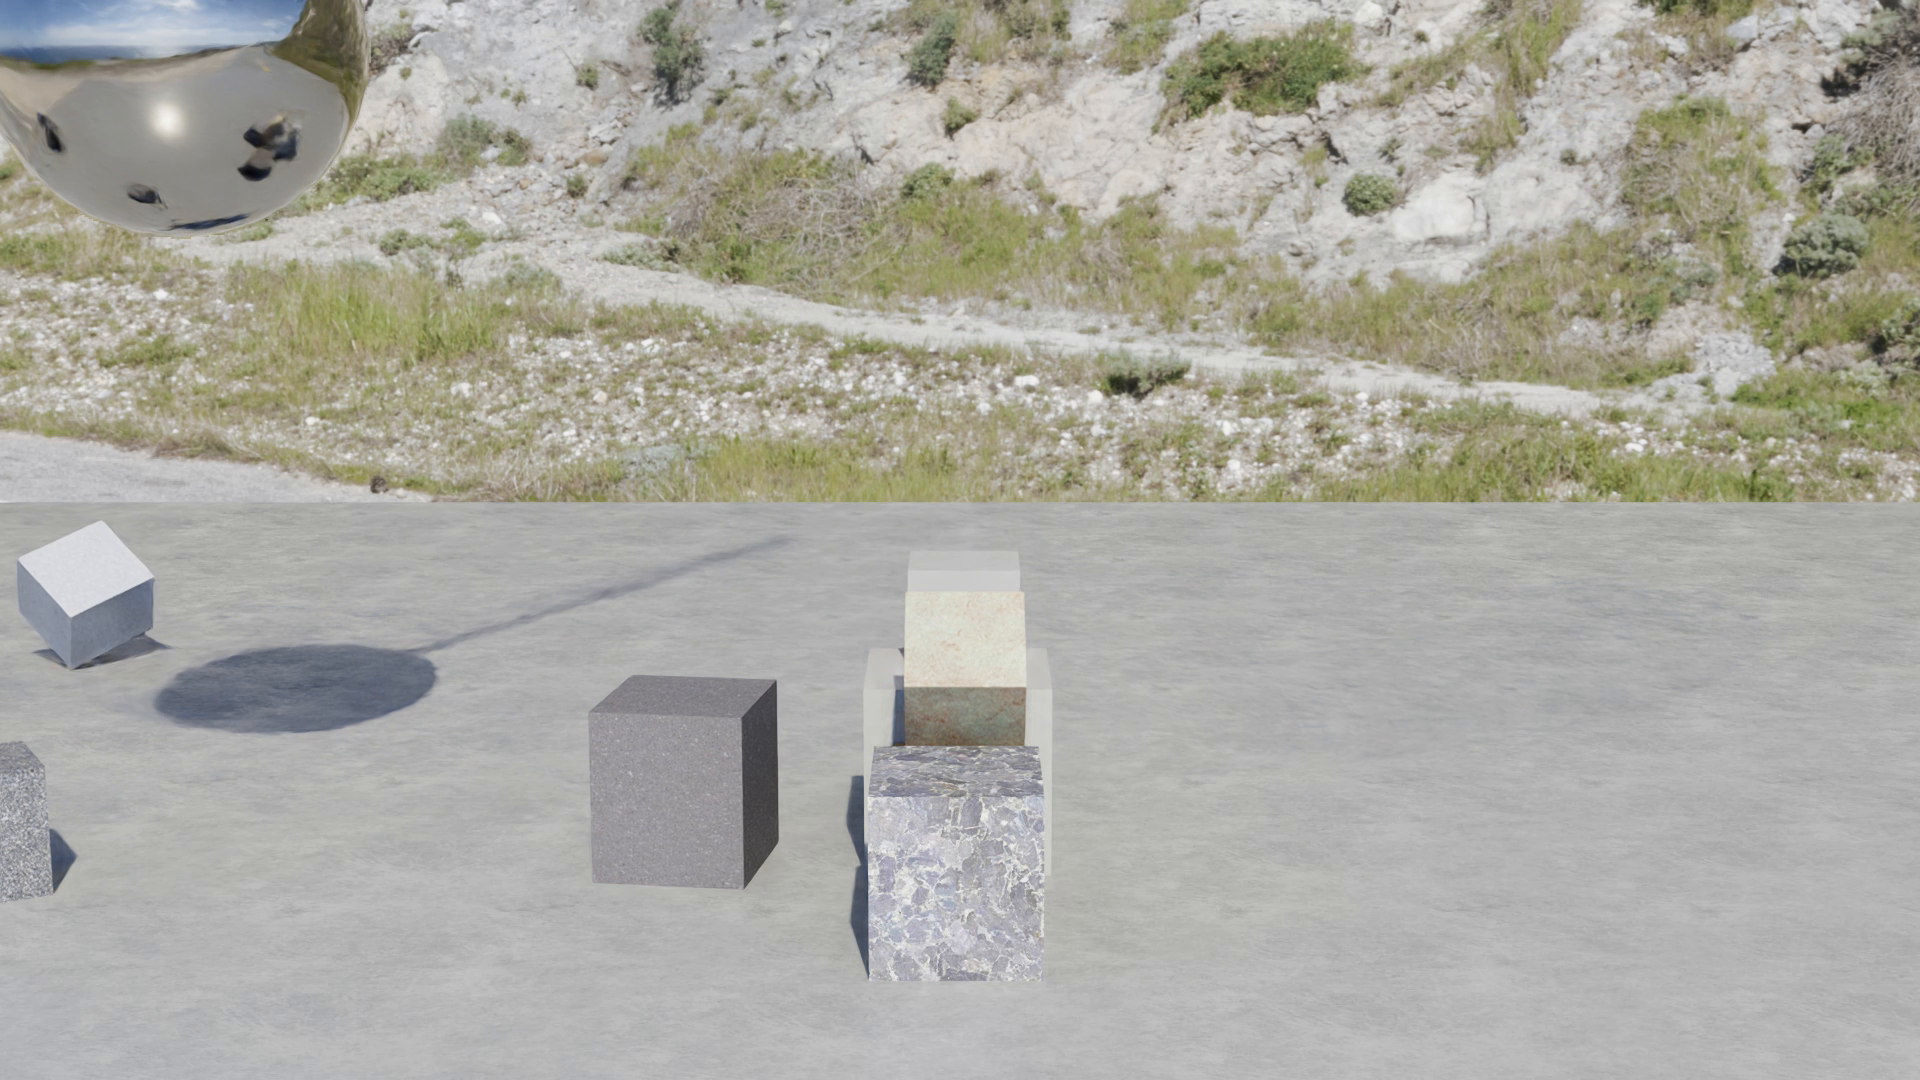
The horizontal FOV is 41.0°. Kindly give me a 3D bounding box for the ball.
[{"bbox_3d":[-3.306,-2.082,10.802,1.600,1.600,1.600,0,10,0],"label":"ball"}]

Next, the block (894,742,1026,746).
[{"bbox_3d":[-0.002,1.240,11.041,0.573,0.609,0.560,0,10,0],"label":"block"}]

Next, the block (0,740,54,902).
[{"bbox_3d":[-4.280,1.239,11.144,0.525,0.575,0.506,-6,12,-30],"label":"block"}]

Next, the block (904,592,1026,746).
[{"bbox_3d":[0.021,0.585,10.954,0.506,0.492,0.533,0,46,0],"label":"block"}]

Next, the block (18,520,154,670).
[{"bbox_3d":[-5.225,0.324,15.341,0.539,0.482,0.564,42,49,20],"label":"block"}]

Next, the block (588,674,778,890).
[{"bbox_3d":[-1.226,1.073,11.508,0.680,0.772,0.718,1,10,8],"label":"block"}]

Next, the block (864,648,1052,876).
[{"bbox_3d":[-0.009,0.998,11.711,0.828,0.846,0.825,0,10,0],"label":"block"}]

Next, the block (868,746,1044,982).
[{"bbox_3d":[-0.015,1.293,10.367,0.684,0.747,0.765,0,10,0],"label":"block"}]

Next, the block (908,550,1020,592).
[{"bbox_3d":[0.019,0.314,11.864,0.506,0.445,0.498,0,10,0],"label":"block"}]
